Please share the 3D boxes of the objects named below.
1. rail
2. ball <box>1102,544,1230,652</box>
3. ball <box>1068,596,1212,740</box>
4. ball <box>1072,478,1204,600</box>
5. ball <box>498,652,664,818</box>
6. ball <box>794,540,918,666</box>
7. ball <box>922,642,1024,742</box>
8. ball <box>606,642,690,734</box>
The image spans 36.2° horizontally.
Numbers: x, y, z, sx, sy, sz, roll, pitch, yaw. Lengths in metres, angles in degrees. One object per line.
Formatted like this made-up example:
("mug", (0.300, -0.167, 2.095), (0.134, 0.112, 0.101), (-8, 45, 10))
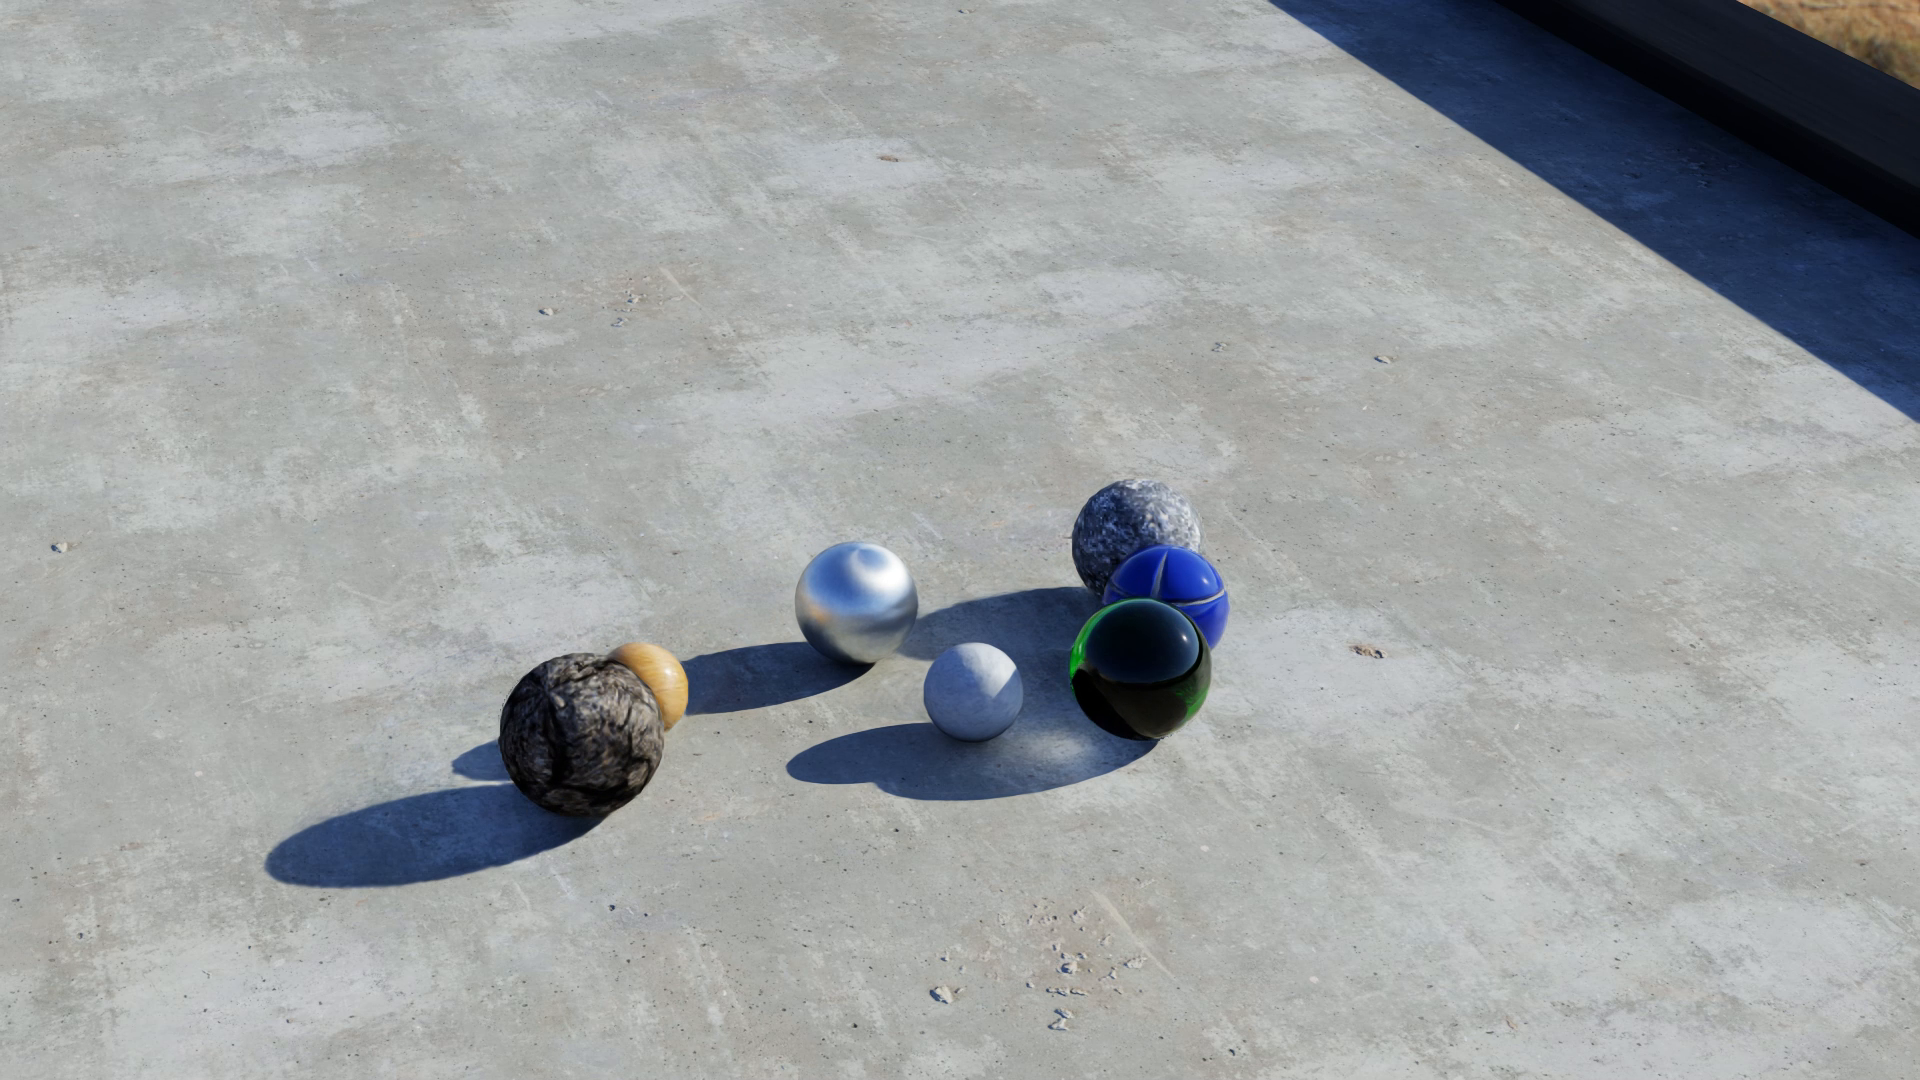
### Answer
("rail", (0.649, -0.516, 2.908), (0.045, 0.123, 3.342), (-9, 28, -17))
("ball", (0.129, 0.043, 1.844), (0.080, 0.080, 0.080), (0, 27, 0))
("ball", (0.109, 0.077, 1.768), (0.086, 0.086, 0.086), (0, 27, 0))
("ball", (0.116, 0.003, 1.917), (0.086, 0.086, 0.086), (0, 27, 0))
("ball", (-0.217, 0.112, 1.690), (0.095, 0.095, 0.095), (0, 27, 0))
("ball", (-0.065, 0.040, 1.852), (0.078, 0.078, 0.078), (0, 27, 0))
("ball", (0.008, 0.092, 1.769), (0.060, 0.060, 0.060), (0, 27, 0))
("ball", (-0.193, 0.091, 1.771), (0.060, 0.060, 0.060), (0, 27, 0))
